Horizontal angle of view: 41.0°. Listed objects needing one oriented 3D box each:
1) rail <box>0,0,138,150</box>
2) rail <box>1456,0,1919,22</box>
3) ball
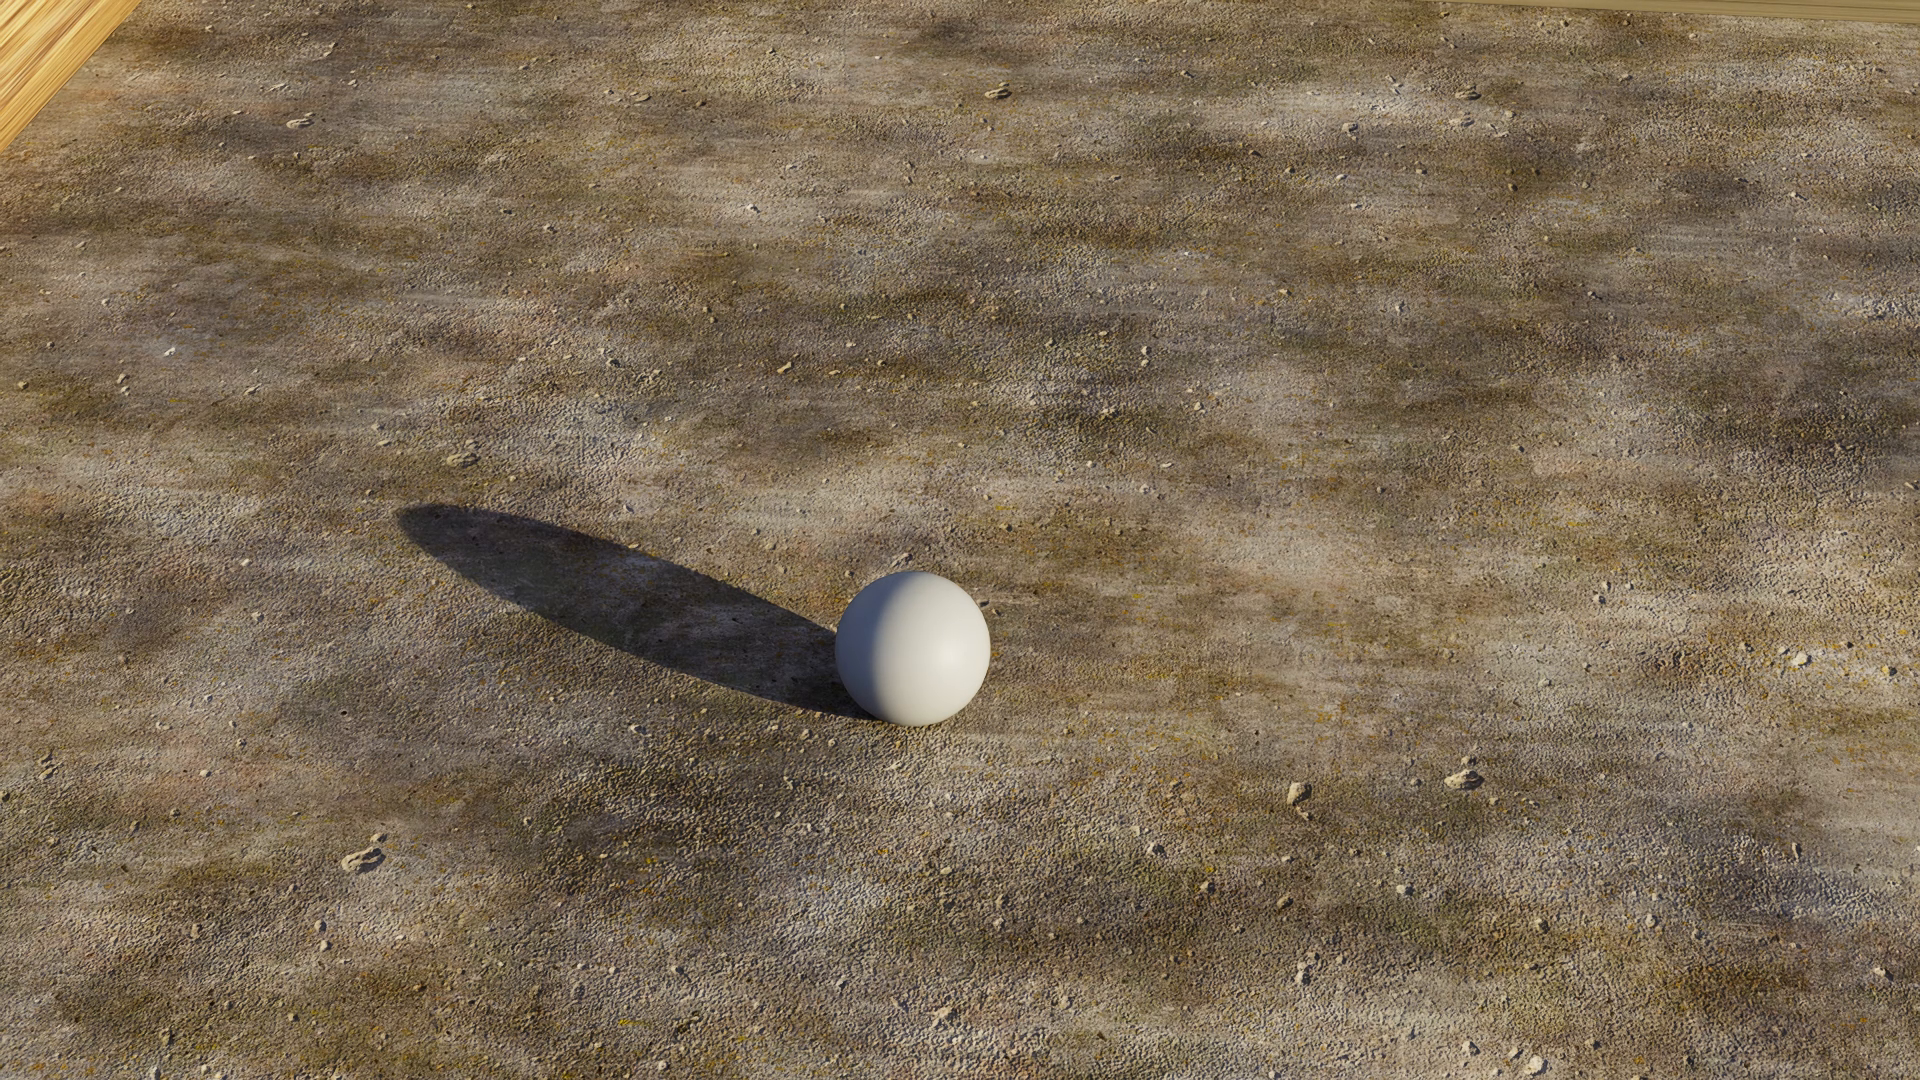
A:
[{"bbox_3d":[-0.908,-0.086,1.831,0.045,0.130,2.080,4,36,5],"label":"rail"},{"bbox_3d":[1.049,-0.547,2.480,3.752,0.130,0.045,4,36,5],"label":"rail"},{"bbox_3d":[-0.030,0.069,1.640,0.100,0.100,0.100,0,35,0],"label":"ball"}]
